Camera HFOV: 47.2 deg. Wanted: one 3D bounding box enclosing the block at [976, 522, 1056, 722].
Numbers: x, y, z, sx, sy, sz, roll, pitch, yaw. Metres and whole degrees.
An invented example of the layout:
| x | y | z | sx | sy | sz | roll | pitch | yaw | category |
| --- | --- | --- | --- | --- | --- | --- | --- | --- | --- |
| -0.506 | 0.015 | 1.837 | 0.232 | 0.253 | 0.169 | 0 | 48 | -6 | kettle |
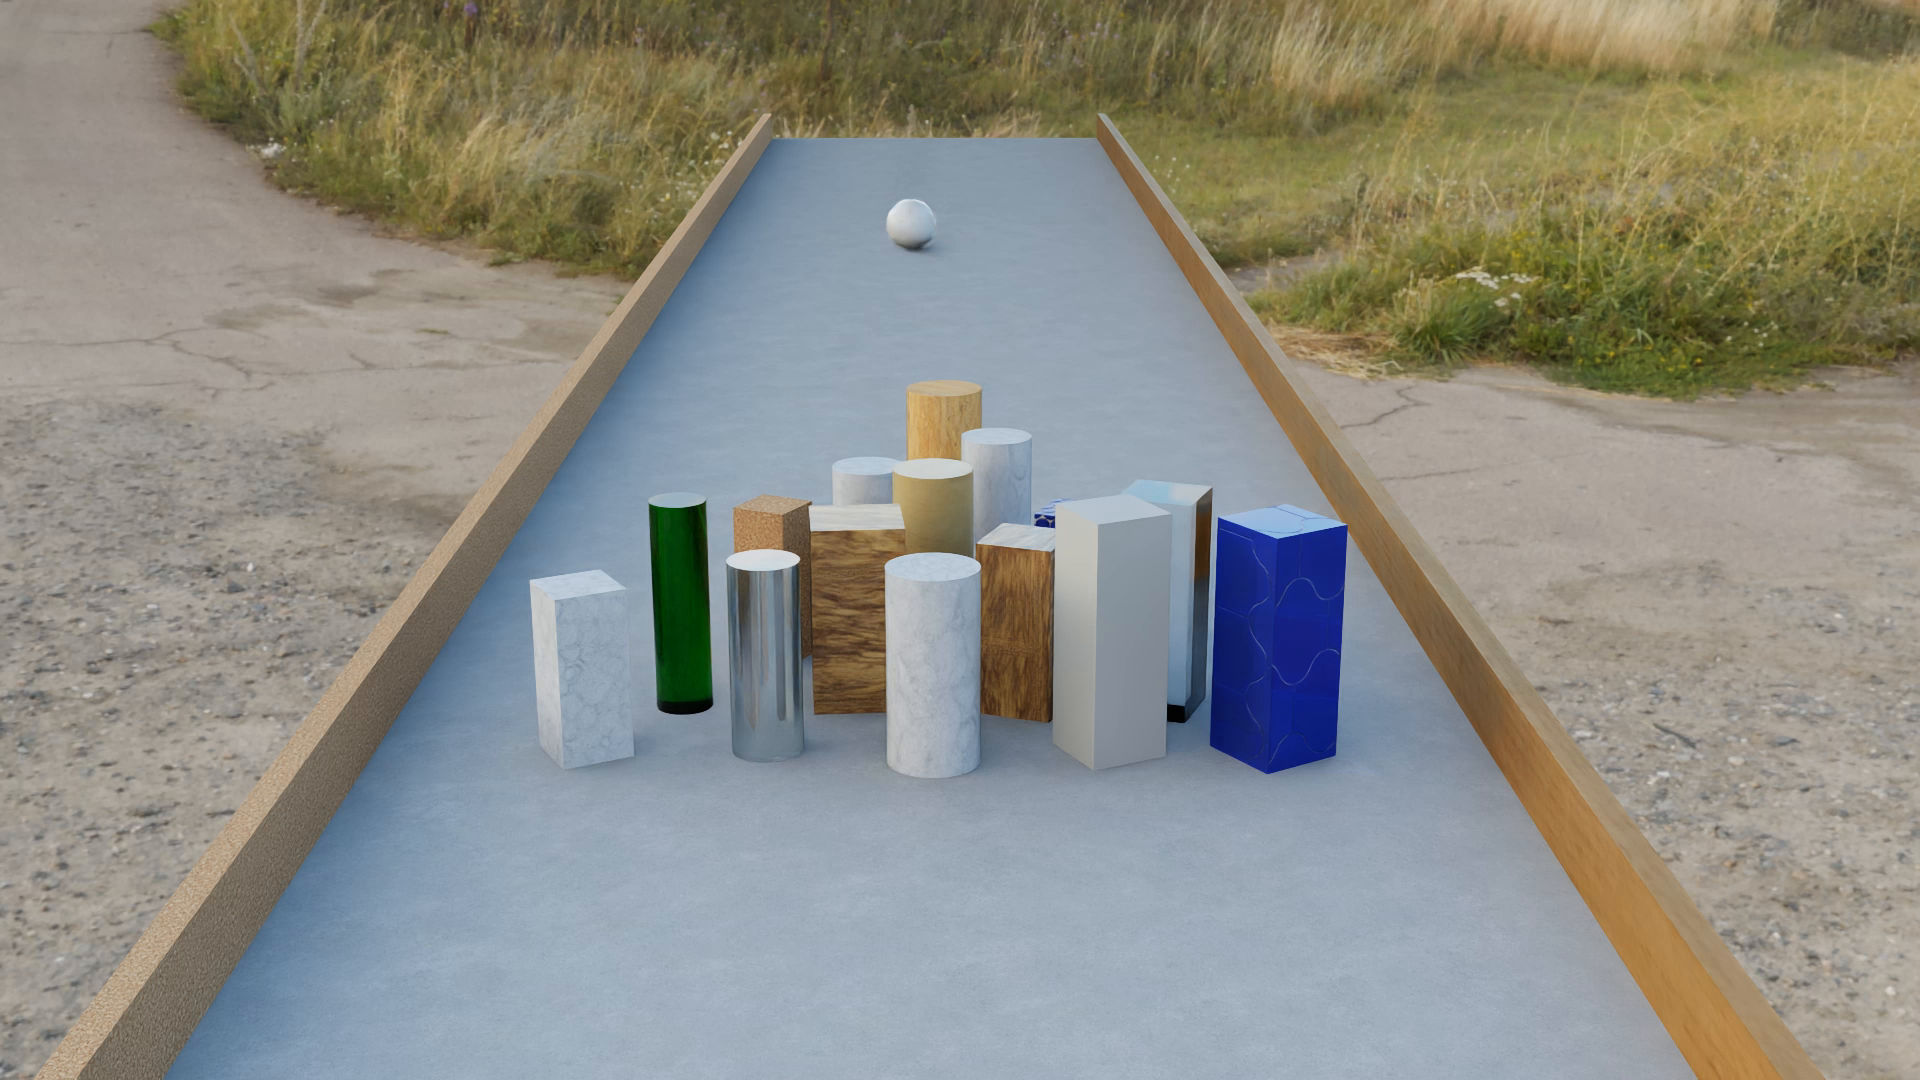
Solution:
| x | y | z | sx | sy | sz | roll | pitch | yaw | category |
| --- | --- | --- | --- | --- | --- | --- | --- | --- | --- |
| 0.123 | 0.154 | 4.127 | 0.146 | 0.332 | 0.146 | 6 | 18 | 20 | block |

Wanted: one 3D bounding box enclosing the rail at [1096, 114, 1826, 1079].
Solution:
| x | y | z | sx | sy | sz | roll | pitch | yaw | category |
| --- | --- | --- | --- | --- | --- | --- | --- | --- | --- |
| 0.932 | -0.844 | 7.801 | 0.050 | 0.150 | 12.000 | 0 | 17 | -1 | rail |

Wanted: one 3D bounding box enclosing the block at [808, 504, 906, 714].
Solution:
| x | y | z | sx | sy | sz | roll | pitch | yaw | category |
| --- | --- | --- | --- | --- | --- | --- | --- | --- | --- |
| -0.194 | 0.129 | 4.164 | 0.173 | 0.359 | 0.173 | -1 | 17 | -5 | block |

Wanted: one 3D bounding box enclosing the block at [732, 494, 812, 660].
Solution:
| x | y | z | sx | sy | sz | roll | pitch | yaw | category |
| --- | --- | --- | --- | --- | --- | --- | --- | --- | --- |
| -0.370 | 0.082 | 4.392 | 0.113 | 0.318 | 0.113 | 8 | 18 | 26 | block |

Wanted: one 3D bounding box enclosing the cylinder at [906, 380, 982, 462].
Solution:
| x | y | z | sx | sy | sz | roll | pitch | yaw | category |
| --- | --- | --- | --- | --- | --- | --- | --- | --- | --- |
| -0.035 | -0.128 | 4.902 | 0.166 | 0.430 | 0.166 | 0 | 17 | 0 | cylinder |

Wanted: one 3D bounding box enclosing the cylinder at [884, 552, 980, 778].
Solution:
| x | y | z | sx | sy | sz | roll | pitch | yaw | category |
| --- | --- | --- | --- | --- | --- | --- | --- | --- | --- |
| -0.047 | 0.218 | 3.861 | 0.168 | 0.360 | 0.168 | 0 | 17 | 0 | cylinder |

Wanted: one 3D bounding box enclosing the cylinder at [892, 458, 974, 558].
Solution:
| x | y | z | sx | sy | sz | roll | pitch | yaw | category |
| --- | --- | --- | --- | --- | --- | --- | --- | --- | --- |
| -0.054 | 0.043 | 4.404 | 0.161 | 0.386 | 0.161 | 0 | 17 | 0 | cylinder |

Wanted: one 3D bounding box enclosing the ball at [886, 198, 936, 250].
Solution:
| x | y | z | sx | sy | sz | roll | pitch | yaw | category |
| --- | --- | --- | --- | --- | --- | --- | --- | --- | --- |
| -0.208 | -1.348 | 9.383 | 0.214 | 0.214 | 0.214 | 0 | 17 | 0 | ball |

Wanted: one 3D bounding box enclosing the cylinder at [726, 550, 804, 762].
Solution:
| x | y | z | sx | sy | sz | roll | pitch | yaw | category |
| --- | --- | --- | --- | --- | --- | --- | --- | --- | --- |
| -0.346 | 0.206 | 3.909 | 0.129 | 0.356 | 0.129 | 0 | 17 | 0 | cylinder |

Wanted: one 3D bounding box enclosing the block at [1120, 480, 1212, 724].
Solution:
| x | y | z | sx | sy | sz | roll | pitch | yaw | category |
| --- | --- | --- | --- | --- | --- | --- | --- | --- | --- |
| 0.376 | 0.113 | 4.111 | 0.145 | 0.419 | 0.145 | 6 | 18 | 21 | block |

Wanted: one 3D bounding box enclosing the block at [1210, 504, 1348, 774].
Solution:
| x | y | z | sx | sy | sz | roll | pitch | yaw | category |
| --- | --- | --- | --- | --- | --- | --- | --- | --- | --- |
| 0.562 | 0.173 | 3.892 | 0.159 | 0.430 | 0.159 | -10 | 19 | -31 | block |

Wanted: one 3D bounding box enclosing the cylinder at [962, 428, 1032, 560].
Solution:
| x | y | z | sx | sy | sz | roll | pitch | yaw | category |
| --- | --- | --- | --- | --- | --- | --- | --- | --- | --- |
| 0.076 | -0.030 | 4.640 | 0.147 | 0.391 | 0.147 | 0 | 17 | 0 | cylinder |

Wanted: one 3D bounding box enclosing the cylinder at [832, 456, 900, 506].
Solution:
| x | y | z | sx | sy | sz | roll | pitch | yaw | category |
| --- | --- | --- | --- | --- | --- | --- | --- | --- | --- |
| -0.192 | 0.000 | 4.656 | 0.153 | 0.325 | 0.153 | 0 | 17 | 0 | cylinder |

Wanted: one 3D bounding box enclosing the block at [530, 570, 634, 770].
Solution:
| x | y | z | sx | sy | sz | roll | pitch | yaw | category |
| --- | --- | --- | --- | --- | --- | --- | --- | --- | --- |
| -0.671 | 0.228 | 3.909 | 0.131 | 0.314 | 0.131 | -9 | 19 | -28 | block |

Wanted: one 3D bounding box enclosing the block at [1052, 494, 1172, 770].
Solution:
| x | y | z | sx | sy | sz | roll | pitch | yaw | category |
| --- | --- | --- | --- | --- | --- | --- | --- | --- | --- |
| 0.267 | 0.161 | 3.895 | 0.148 | 0.450 | 0.148 | -8 | 18 | -26 | block |

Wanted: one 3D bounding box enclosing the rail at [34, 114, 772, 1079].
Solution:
| x | y | z | sx | sy | sz | roll | pitch | yaw | category |
| --- | --- | --- | --- | --- | --- | --- | --- | --- | --- |
| -1.118 | -0.838 | 7.780 | 0.050 | 0.150 | 12.000 | 0 | 17 | -1 | rail |

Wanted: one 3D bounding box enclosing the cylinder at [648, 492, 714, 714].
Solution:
| x | y | z | sx | sy | sz | roll | pitch | yaw | category |
| --- | --- | --- | --- | --- | --- | --- | --- | --- | --- |
| -0.522 | 0.119 | 4.117 | 0.106 | 0.404 | 0.106 | 0 | 17 | 0 | cylinder |

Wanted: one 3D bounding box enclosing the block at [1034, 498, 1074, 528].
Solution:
| x | y | z | sx | sy | sz | roll | pitch | yaw | category |
| --- | --- | --- | --- | --- | --- | --- | --- | --- | --- |
| 0.229 | 0.088 | 4.383 | 0.127 | 0.312 | 0.127 | 7 | 18 | 22 | block |
